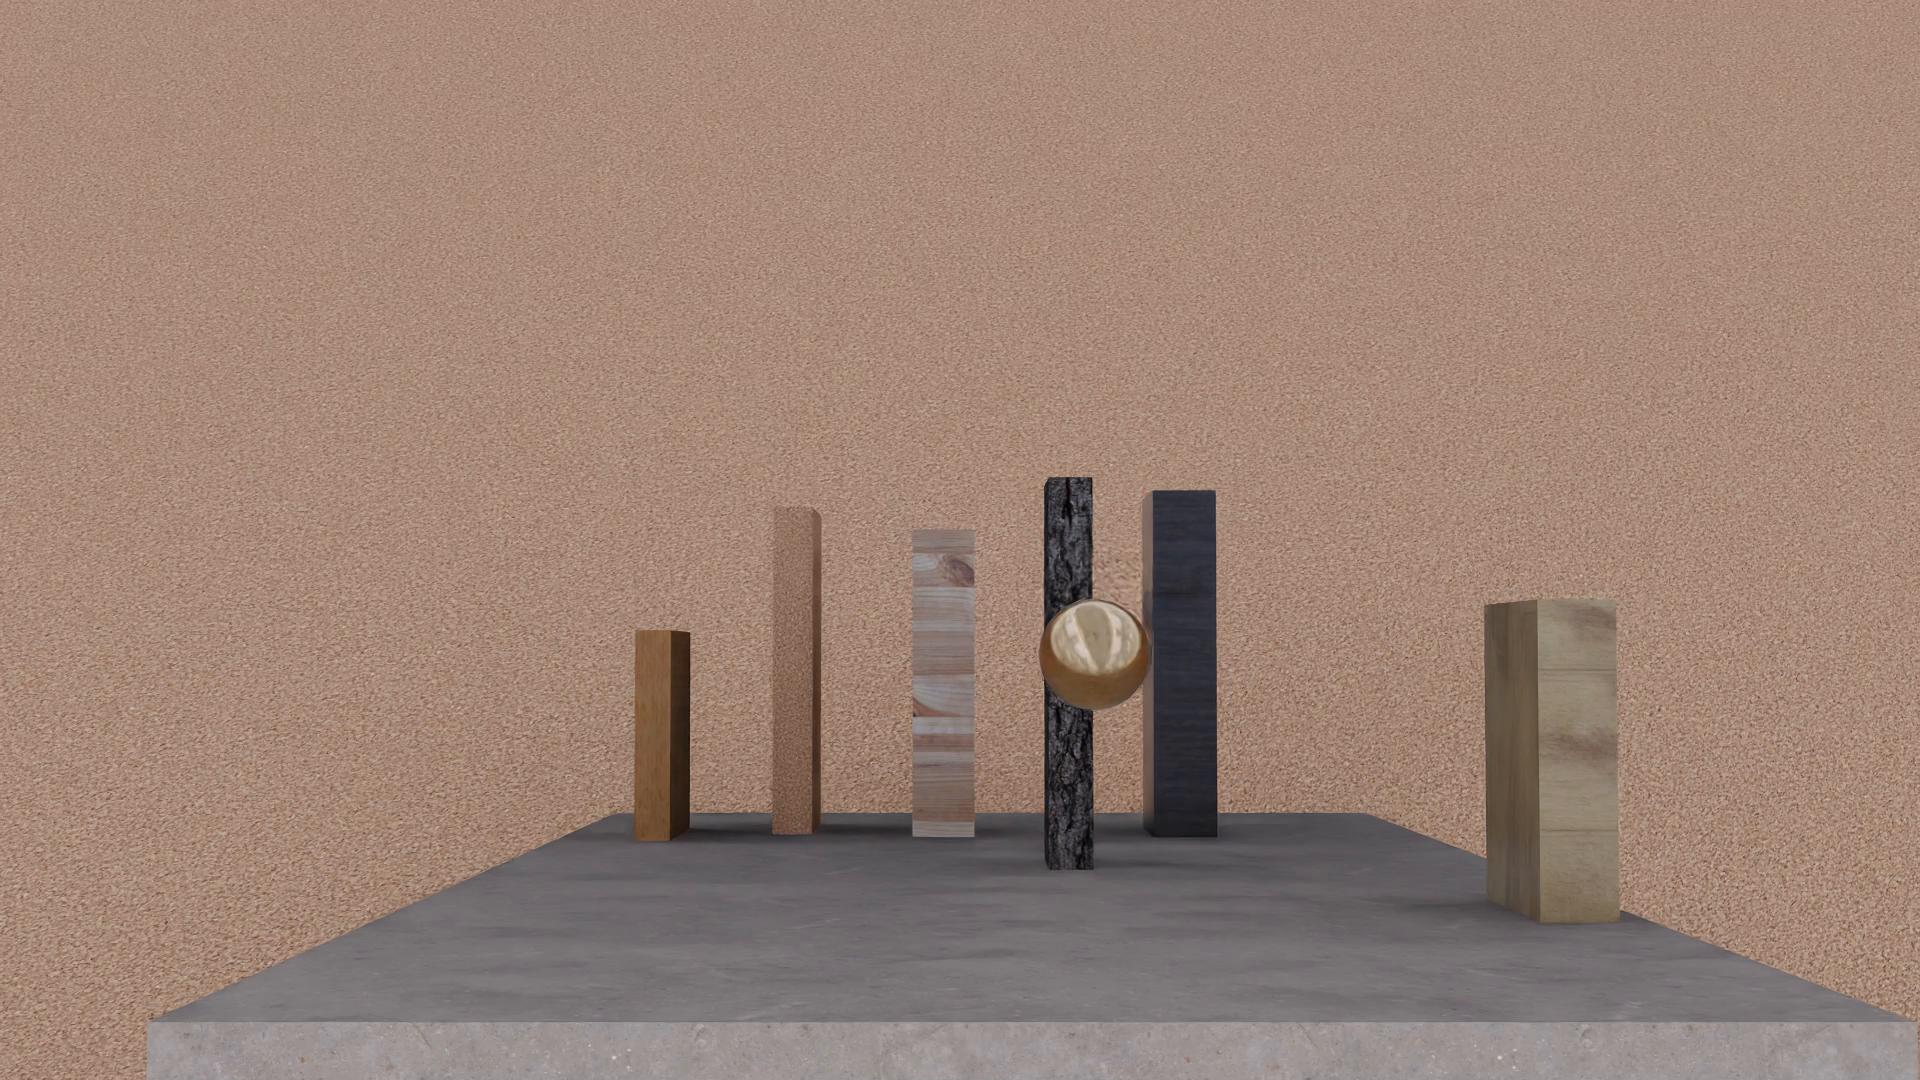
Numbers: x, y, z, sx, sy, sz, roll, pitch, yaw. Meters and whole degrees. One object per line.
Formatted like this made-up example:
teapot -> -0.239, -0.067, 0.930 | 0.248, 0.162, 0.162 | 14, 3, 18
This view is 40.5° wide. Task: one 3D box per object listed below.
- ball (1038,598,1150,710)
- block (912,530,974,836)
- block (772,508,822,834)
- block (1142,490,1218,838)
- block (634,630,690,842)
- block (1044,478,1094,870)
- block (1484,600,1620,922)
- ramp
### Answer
ball -> 0.175, 0.148, 3.382 | 0.145, 0.145, 0.145 | 0, 37, 0
block -> -0.038, 0.338, 6.197 | 0.143, 0.710, 0.368 | 0, -3, 0
block -> -0.392, 0.315, 6.295 | 0.093, 0.766, 0.387 | 0, -3, 0
block -> 0.520, 0.293, 6.183 | 0.146, 0.800, 0.354 | 0, -3, 0
block -> -0.694, 0.451, 6.091 | 0.080, 0.475, 0.432 | 0, -3, 0
block -> 0.217, 0.266, 5.217 | 0.086, 0.766, 0.265 | 0, -3, 0
block -> 0.964, 0.354, 4.264 | 0.123, 0.503, 0.414 | 0, -3, 0
ramp -> 0.082, 0.686, 4.935 | 2.000, 0.100, 4.000 | 0, -3, 0
